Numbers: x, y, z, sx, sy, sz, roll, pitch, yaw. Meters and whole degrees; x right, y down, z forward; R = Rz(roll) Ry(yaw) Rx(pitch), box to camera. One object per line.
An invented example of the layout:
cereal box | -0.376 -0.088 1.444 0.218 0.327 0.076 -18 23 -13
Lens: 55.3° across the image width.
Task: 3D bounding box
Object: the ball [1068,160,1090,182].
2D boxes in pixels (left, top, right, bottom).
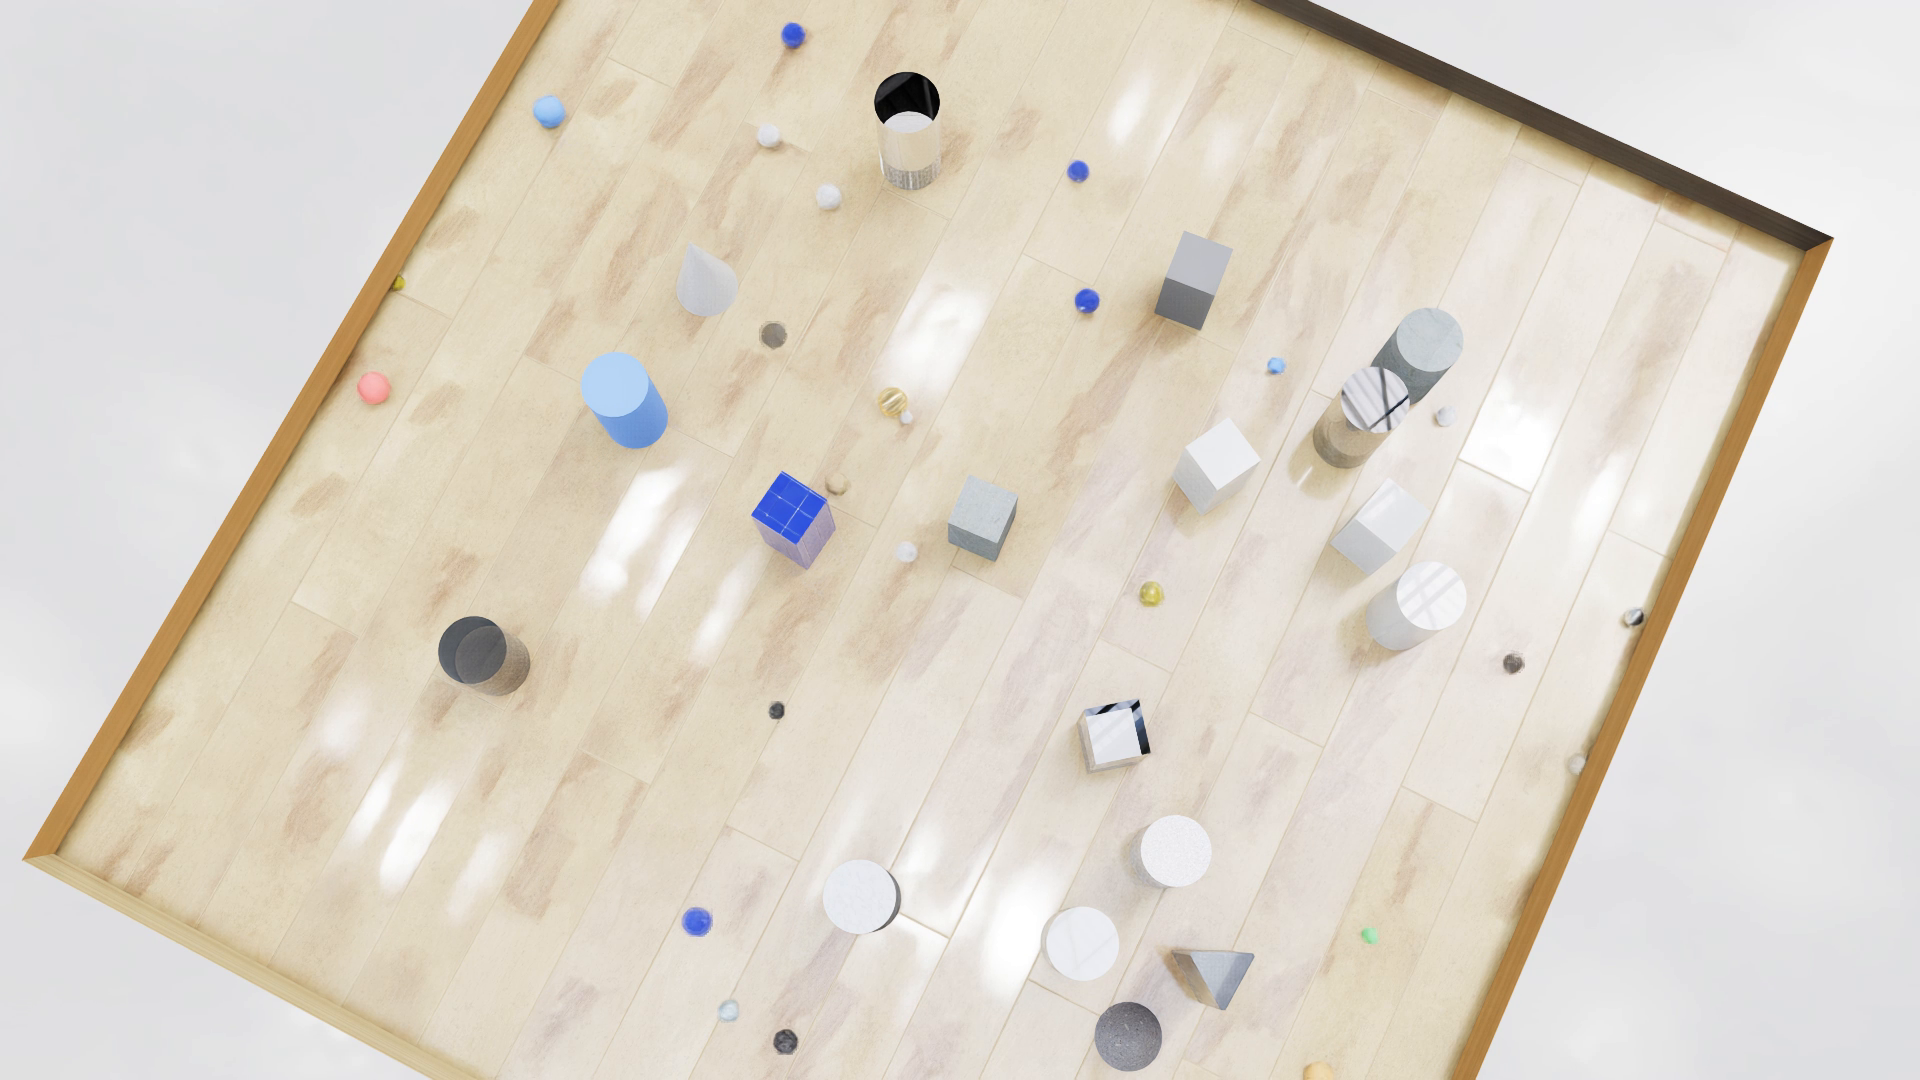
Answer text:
ball | 0.377 -1.170 5.823 0.071 0.071 0.071 0 78 0

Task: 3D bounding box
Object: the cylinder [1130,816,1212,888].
cylinder | 0.602 0.899 5.262 0.197 0.329 0.197 0 78 0

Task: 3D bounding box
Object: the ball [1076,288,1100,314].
ball | 0.400 -0.748 5.731 0.079 0.079 0.079 0 78 0

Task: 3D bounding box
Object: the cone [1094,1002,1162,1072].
cone | 0.489 1.403 5.136 0.197 0.373 0.197 0 78 0

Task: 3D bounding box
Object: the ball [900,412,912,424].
ball | -0.166 -0.379 5.674 0.040 0.040 0.040 0 78 0

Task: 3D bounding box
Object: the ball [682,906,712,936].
ball | -0.768 1.111 5.343 0.086 0.086 0.086 0 78 0

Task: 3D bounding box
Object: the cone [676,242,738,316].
cone | -0.798 -0.839 5.587 0.197 0.398 0.197 0 78 0

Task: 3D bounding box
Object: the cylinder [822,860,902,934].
cylinder | -0.271 1.008 5.168 0.197 0.469 0.197 0 78 0

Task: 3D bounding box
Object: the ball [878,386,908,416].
ball | -0.208 -0.427 5.658 0.092 0.092 0.092 0 78 0

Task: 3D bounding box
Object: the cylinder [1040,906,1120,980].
cylinder | 0.333 1.136 5.170 0.197 0.414 0.197 0 78 0

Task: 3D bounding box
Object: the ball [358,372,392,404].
ball | -1.810 -0.472 5.664 0.098 0.098 0.098 0 78 0

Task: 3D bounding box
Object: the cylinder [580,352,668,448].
cylinder | -1.006 -0.416 5.515 0.197 0.367 0.197 0 78 0

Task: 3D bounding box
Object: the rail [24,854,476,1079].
rail | -0.912 1.794 5.179 4.001 0.128 0.045 26 80 5

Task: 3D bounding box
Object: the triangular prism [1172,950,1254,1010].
triangular prism | 0.683 1.193 5.135 0.148 0.460 0.170 31 80 6

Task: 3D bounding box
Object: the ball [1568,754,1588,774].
ball | 1.837 0.664 5.449 0.060 0.060 0.060 0 78 0

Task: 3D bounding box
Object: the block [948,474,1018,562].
block | 0.067 -0.062 5.482 0.157 0.289 0.157 23 79 5

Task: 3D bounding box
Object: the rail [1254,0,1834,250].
rail | 0.912 -1.780 5.919 4.001 0.128 0.045 26 80 5

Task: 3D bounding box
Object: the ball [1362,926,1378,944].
ball | 1.198 1.153 5.354 0.047 0.047 0.047 0 78 0

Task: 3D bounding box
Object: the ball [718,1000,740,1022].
ball | -0.667 1.362 5.302 0.063 0.063 0.063 0 78 0

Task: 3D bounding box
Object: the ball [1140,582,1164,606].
ball | 0.580 0.162 5.545 0.075 0.075 0.075 0 78 0

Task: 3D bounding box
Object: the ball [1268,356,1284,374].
ball | 0.984 -0.544 5.703 0.052 0.052 0.052 0 78 0

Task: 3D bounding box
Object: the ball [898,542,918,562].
ball | -0.160 0.037 5.577 0.063 0.063 0.063 0 78 0

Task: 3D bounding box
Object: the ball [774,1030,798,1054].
ball | -0.503 1.446 5.282 0.069 0.069 0.069 0 78 0

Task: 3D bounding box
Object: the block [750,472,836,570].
block | -0.488 -0.053 5.428 0.157 0.391 0.157 33 80 6

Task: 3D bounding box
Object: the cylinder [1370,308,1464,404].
cylinder | 1.376 -0.549 5.541 0.197 0.370 0.197 0 78 0

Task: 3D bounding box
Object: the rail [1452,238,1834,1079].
rail | 1.768 0.873 5.370 0.045 0.128 4.128 26 80 5

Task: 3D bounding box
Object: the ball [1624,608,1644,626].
ball | 2.038 0.234 5.540 0.055 0.055 0.055 0 78 0

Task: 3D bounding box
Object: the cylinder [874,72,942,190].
cylinder | -0.157 -1.256 5.654 0.197 0.436 0.197 0 78 0

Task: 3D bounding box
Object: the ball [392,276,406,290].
ball | -1.765 -0.809 5.762 0.044 0.044 0.044 0 78 0

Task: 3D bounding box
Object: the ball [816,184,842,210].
ball | -0.416 -1.086 5.800 0.080 0.080 0.080 0 78 0

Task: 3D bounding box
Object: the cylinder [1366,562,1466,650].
cylinder | 1.331 0.198 5.369 0.197 0.405 0.197 0 78 0

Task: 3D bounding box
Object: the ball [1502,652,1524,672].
ball | 1.662 0.369 5.510 0.060 0.060 0.060 0 78 0

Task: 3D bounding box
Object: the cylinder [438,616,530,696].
cylinder | -1.397 0.345 5.393 0.197 0.297 0.197 0 78 0

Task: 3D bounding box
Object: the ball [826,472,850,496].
ball | -0.375 -0.172 5.616 0.070 0.070 0.070 0 78 0

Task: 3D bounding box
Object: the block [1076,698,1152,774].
block | 0.442 0.573 5.315 0.157 0.359 0.157 -11 79 -2

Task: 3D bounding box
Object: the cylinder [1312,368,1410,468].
cylinder | 1.192 -0.359 5.472 0.197 0.429 0.197 0 78 0

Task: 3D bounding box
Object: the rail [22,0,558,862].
rail | -1.768 -0.859 5.728 0.045 0.128 4.128 26 80 5

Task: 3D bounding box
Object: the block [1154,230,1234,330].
block | 0.712 -0.790 5.611 0.157 0.332 0.157 22 79 4

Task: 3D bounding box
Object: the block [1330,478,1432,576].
block | 1.243 -0.035 5.437 0.157 0.365 0.157 40 81 8

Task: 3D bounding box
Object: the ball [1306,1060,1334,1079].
ball | 1.031 1.536 5.258 0.080 0.080 0.080 0 78 0

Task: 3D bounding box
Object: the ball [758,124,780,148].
ball | -0.608 -1.289 5.845 0.075 0.075 0.075 0 78 0

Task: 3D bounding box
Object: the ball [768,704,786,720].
ball | -0.549 0.514 5.484 0.050 0.050 0.050 0 78 0

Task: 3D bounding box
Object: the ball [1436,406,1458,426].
ball | 1.506 -0.385 5.664 0.063 0.063 0.063 0 78 0

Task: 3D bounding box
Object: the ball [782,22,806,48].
ball | -0.537 -1.629 5.915 0.077 0.077 0.077 0 78 0

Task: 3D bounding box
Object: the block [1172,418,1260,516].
block | 0.762 -0.215 5.480 0.157 0.355 0.157 -34 80 -7

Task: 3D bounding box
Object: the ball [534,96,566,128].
ball | -1.310 -1.367 5.849 0.098 0.098 0.098 0 78 0

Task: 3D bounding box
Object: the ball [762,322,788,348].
ball | -0.579 -0.637 5.708 0.080 0.080 0.080 0 78 0
